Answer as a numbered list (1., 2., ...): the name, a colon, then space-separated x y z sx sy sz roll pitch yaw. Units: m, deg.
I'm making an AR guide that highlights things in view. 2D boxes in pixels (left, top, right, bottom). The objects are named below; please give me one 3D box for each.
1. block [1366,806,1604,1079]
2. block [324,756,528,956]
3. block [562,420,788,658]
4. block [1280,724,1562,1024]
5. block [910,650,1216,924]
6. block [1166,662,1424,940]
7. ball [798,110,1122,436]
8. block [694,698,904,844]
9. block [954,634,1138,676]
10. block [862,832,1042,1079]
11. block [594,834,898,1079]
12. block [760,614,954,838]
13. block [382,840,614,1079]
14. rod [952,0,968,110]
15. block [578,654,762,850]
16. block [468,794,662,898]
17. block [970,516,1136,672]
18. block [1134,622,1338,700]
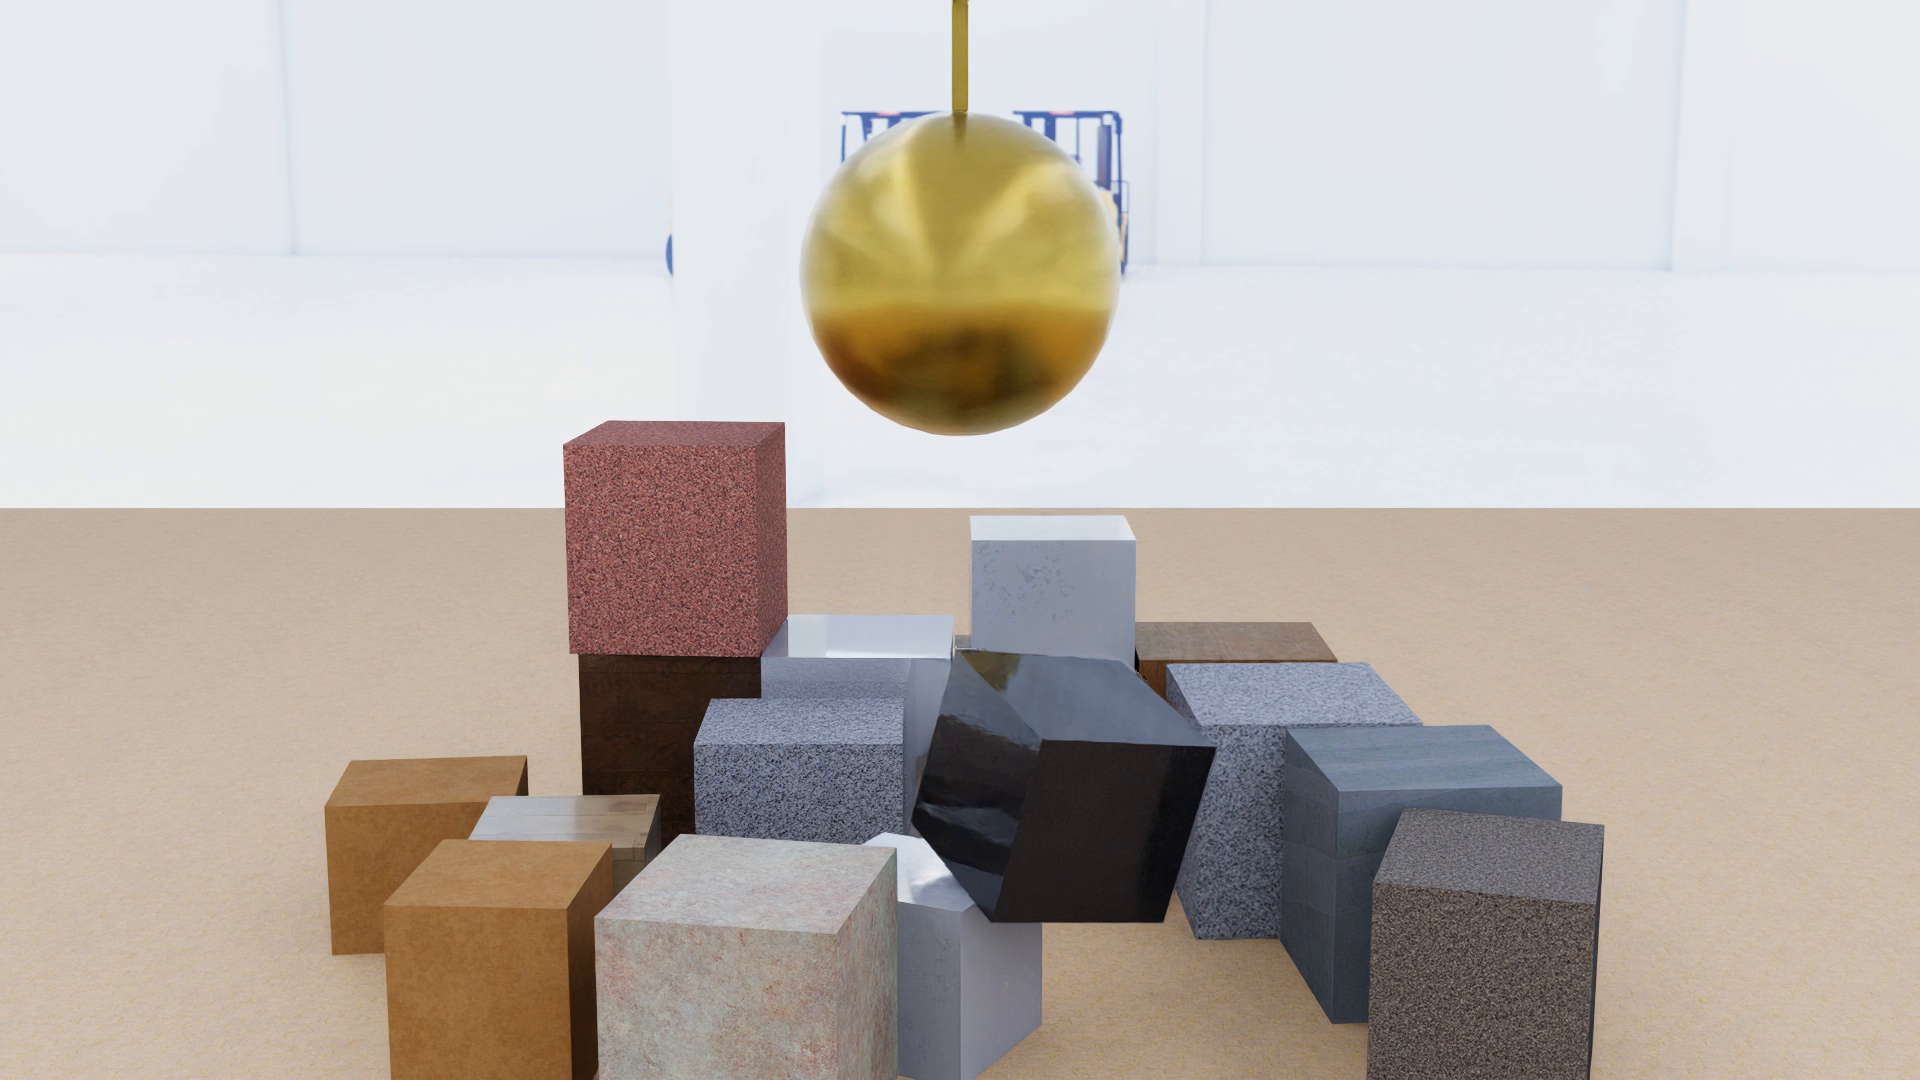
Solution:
1. block: 1.978 1.602 8.232 0.762 0.903 0.942 3 11 18
2. block: -2.382 1.409 9.937 0.805 0.673 0.725 -1 10 -6
3. block: -1.416 -0.029 11.143 0.938 1.037 0.943 1 10 4
4. block: 1.910 1.380 9.256 0.904 0.973 0.935 -1 10 -4
5. block: 0.381 0.947 8.480 0.751 0.753 0.778 5 19 -27
6. block: 1.519 1.188 10.269 0.984 0.988 1.139 0 10 -2
7. ball: 0.000 -1.313 10.900 1.600 1.600 1.600 0 10 0
8. block: -0.729 1.255 10.292 0.931 0.849 0.821 0 10 -1
9. block: 0.426 1.039 11.384 0.912 0.882 1.058 0 10 0
10. block: -0.155 1.631 8.646 0.727 0.697 0.697 5 12 27
11. block: -0.738 1.659 7.911 0.845 0.906 0.931 2 10 11
12. block: -0.505 0.983 11.335 0.929 1.010 0.988 0 10 1
13. block: -1.721 1.639 8.338 0.670 0.792 0.762 1 10 3
14. rod: 0.000 -4.662 10.315 0.080 5.200 0.080 0 10 0
15. block: -1.427 0.976 11.357 0.901 1.016 0.925 0 10 0
16. block: -1.653 1.519 9.271 0.727 0.695 0.732 0 10 -3
17. block: 0.459 0.273 11.224 0.809 0.684 0.717 0 10 -1
18. block: 1.381 0.992 11.401 0.981 0.968 0.870 0 10 0
